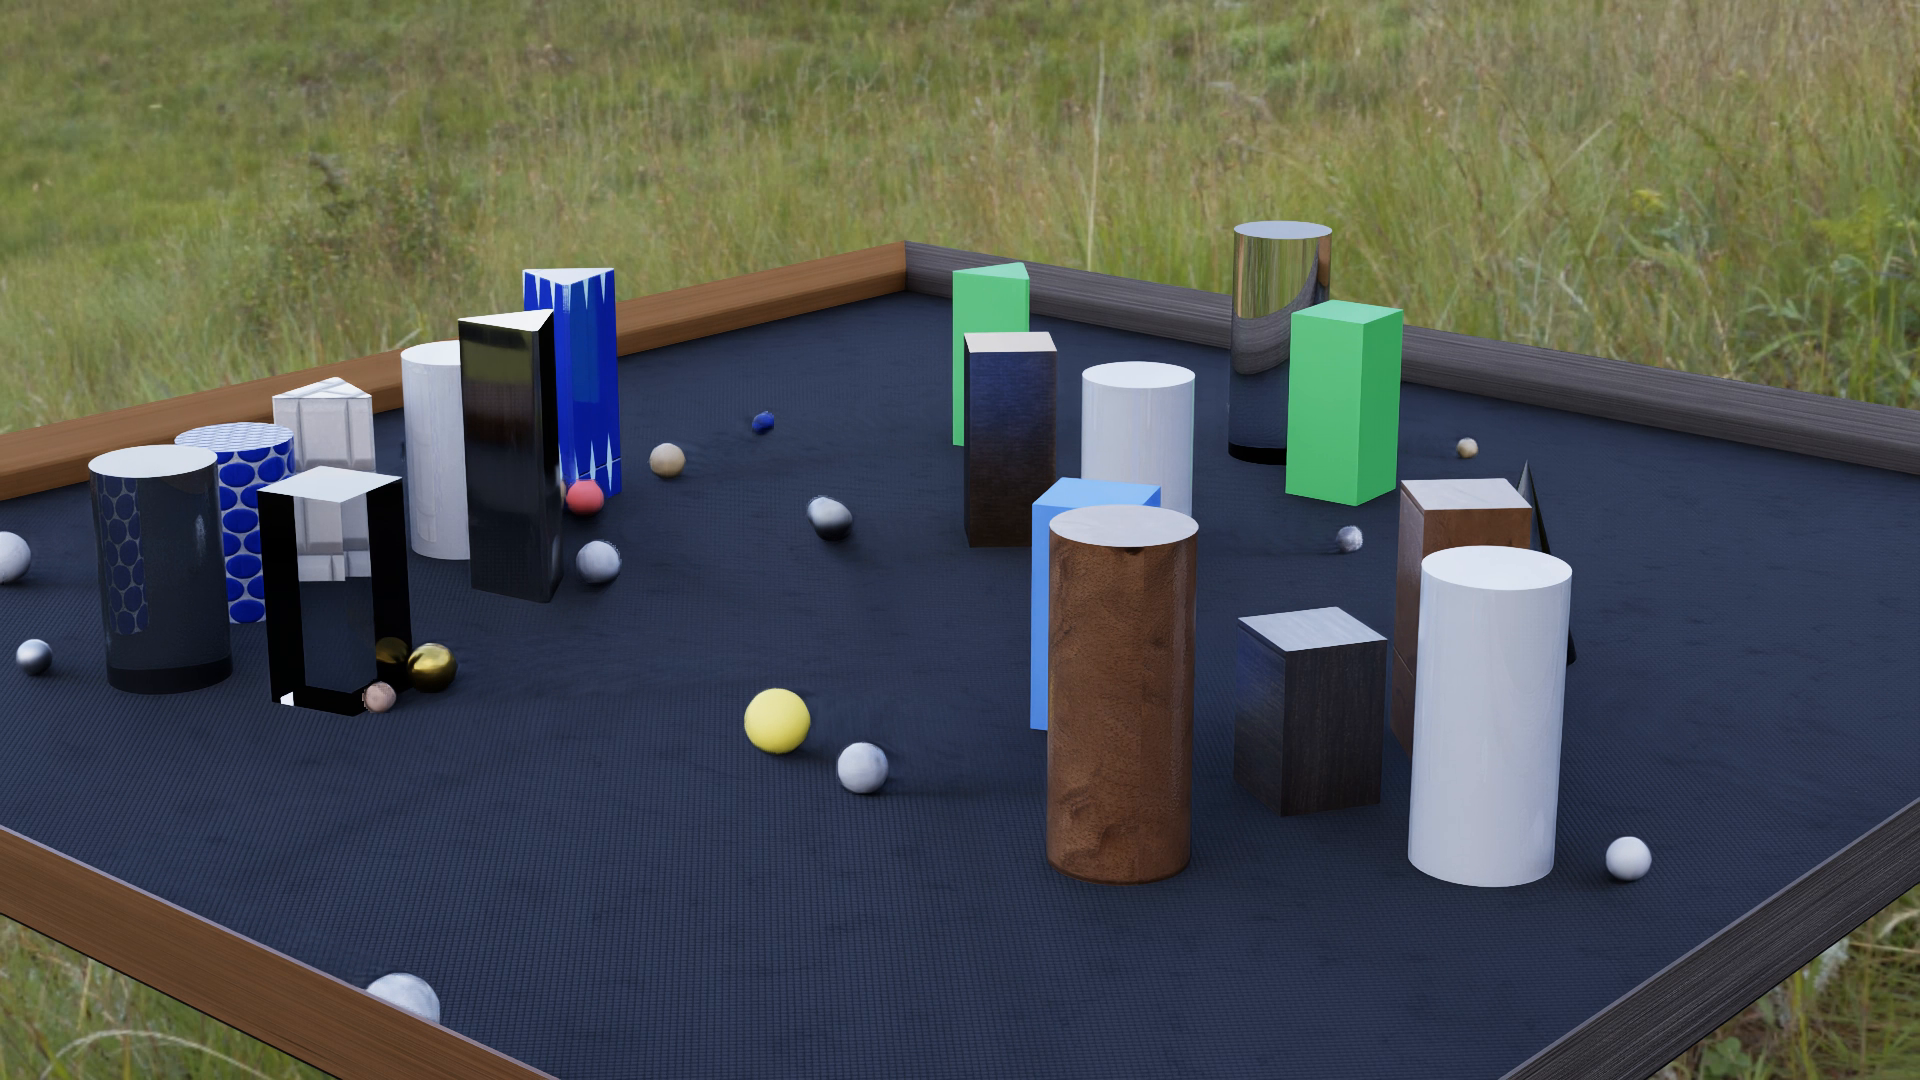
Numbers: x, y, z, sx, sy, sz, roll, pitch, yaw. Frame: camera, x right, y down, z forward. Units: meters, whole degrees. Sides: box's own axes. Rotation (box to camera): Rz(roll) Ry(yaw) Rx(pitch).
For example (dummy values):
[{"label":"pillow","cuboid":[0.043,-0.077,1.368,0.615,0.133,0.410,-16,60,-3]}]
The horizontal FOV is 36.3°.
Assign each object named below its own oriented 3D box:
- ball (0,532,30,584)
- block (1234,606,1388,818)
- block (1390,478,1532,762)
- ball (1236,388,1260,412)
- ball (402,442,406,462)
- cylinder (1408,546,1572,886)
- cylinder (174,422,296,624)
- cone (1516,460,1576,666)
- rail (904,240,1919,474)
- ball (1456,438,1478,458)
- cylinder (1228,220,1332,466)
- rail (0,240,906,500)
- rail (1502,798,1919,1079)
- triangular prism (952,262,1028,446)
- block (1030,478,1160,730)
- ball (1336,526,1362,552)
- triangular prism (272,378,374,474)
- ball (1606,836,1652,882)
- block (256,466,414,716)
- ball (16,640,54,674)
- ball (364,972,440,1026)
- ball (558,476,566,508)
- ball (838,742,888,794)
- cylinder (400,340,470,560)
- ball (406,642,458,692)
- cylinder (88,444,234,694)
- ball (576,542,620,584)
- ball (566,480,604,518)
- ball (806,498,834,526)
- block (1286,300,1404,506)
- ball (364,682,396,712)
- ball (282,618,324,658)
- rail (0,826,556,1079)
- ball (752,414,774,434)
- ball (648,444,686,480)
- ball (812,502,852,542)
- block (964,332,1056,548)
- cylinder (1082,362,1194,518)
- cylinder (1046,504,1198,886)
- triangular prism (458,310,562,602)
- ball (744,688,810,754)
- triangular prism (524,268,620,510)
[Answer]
[{"label":"ball","cuboid":[-1.692,0.032,5.185,0.093,0.093,0.093,0,17,0]},{"label":"block","cuboid":[0.501,0.245,4.210,0.158,0.248,0.158,-6,18,-19]},{"label":"block","cuboid":[0.744,0.120,4.373,0.158,0.393,0.158,-1,17,-4]},{"label":"ball","cuboid":[0.626,-0.303,6.369,0.051,0.051,0.051,0,17,0]},{"label":"ball","cuboid":[-1.100,-0.178,5.938,0.060,0.060,0.060,0,17,0]},{"label":"cylinder","cuboid":[0.712,0.236,3.949,0.197,0.416,0.197,0,17,0]},{"label":"cylinder","cuboid":[-1.235,-0.031,5.033,0.197,0.301,0.197,0,17,0]},{"label":"cone","cuboid":[0.917,0.028,4.788,0.197,0.331,0.197,0,17,0]},{"label":"rail","cuboid":[1.200,-0.367,6.443,3.599,0.128,0.045,14,22,39]},{"label":"ball","cuboid":[1.038,-0.188,6.001,0.043,0.043,0.043,0,17,0]},{"label":"cylinder","cuboid":[0.652,-0.403,5.984,0.197,0.465,0.197,0,17,0]},{"label":"rail","cuboid":[-1.341,-0.304,6.235,0.045,0.128,3.709,14,22,39]},{"label":"rail","cuboid":[1.341,0.368,4.005,0.045,0.128,3.709,14,22,39]},{"label":"triangular prism","cuboid":[0.094,-0.383,6.090,0.171,0.366,0.148,8,19,26]},{"label":"block","cuboid":[0.208,0.103,4.490,0.158,0.358,0.158,5,18,17]},{"label":"ball","cuboid":[0.714,-0.001,5.373,0.047,0.047,0.047,0,17,0]},{"label":"triangular prism","cuboid":[-1.132,-0.121,5.301,0.171,0.319,0.148,0,17,-2]},{"label":"ball","cuboid":[0.896,0.427,3.929,0.060,0.060,0.060,0,17,0]},{"label":"block","cuboid":[-0.976,0.078,4.593,0.158,0.346,0.158,8,18,25]},{"label":"ball","cuboid":[-1.492,0.189,4.727,0.057,0.057,0.057,0,17,0]},{"label":"ball","cuboid":[-0.658,0.556,3.438,0.097,0.097,0.097,0,17,0]},{"label":"ball","cuboid":[-0.794,-0.090,5.608,0.082,0.082,0.082,0,17,0]},{"label":"ball","cuboid":[-0.140,0.329,4.232,0.075,0.075,0.075,0,17,0]},{"label":"cylinder","cuboid":[-0.915,-0.167,5.376,0.197,0.363,0.197,0,17,0]},{"label":"ball","cuboid":[-0.836,0.202,4.645,0.079,0.079,0.079,0,17,0]},{"label":"cylinder","cuboid":[-1.274,0.046,4.683,0.197,0.357,0.197,0,17,0]},{"label":"ball","cuboid":[-0.641,0.041,5.183,0.077,0.077,0.077,0,17,0]},{"label":"ball","cuboid":[-0.714,-0.078,5.587,0.072,0.072,0.072,0,17,0]},{"label":"ball","cuboid":[-0.256,-0.048,5.504,0.062,0.062,0.062,0,17,0]},{"label":"block","cuboid":[0.750,-0.269,5.722,0.158,0.360,0.158,12,21,35]},{"label":"ball","cuboid":[-0.901,0.244,4.559,0.047,0.047,0.047,0,17,0]},{"label":"ball","cuboid":[-1.076,0.160,4.804,0.067,0.067,0.067,0,17,0]},{"label":"rail","cuboid":[-1.200,0.431,3.796,3.599,0.128,0.045,14,22,39]},{"label":"ball","cuboid":[-0.416,-0.245,6.191,0.043,0.043,0.043,0,17,0]},{"label":"ball","cuboid":[-0.584,-0.157,5.849,0.072,0.072,0.072,0,17,0]},{"label":"ball","cuboid":[-0.237,-0.034,5.438,0.075,0.075,0.075,0,17,0]},{"label":"block","cuboid":[0.091,-0.187,5.432,0.158,0.369,0.158,-1,17,-4]},{"label":"cylinder","cuboid":[0.313,-0.113,5.188,0.197,0.369,0.197,0,17,0]},{"label":"cylinder","cuboid":[0.216,0.207,3.944,0.197,0.474,0.197,0,17,0]},{"label":"triangular prism","cuboid":[-0.751,-0.153,5.121,0.171,0.483,0.148,10,20,30]},{"label":"ball","cuboid":[-0.273,0.271,4.381,0.099,0.099,0.099,0,17,0]},{"label":"triangular prism","cuboid":[-0.728,-0.298,5.668,0.148,0.445,0.171,-11,20,-33]}]
